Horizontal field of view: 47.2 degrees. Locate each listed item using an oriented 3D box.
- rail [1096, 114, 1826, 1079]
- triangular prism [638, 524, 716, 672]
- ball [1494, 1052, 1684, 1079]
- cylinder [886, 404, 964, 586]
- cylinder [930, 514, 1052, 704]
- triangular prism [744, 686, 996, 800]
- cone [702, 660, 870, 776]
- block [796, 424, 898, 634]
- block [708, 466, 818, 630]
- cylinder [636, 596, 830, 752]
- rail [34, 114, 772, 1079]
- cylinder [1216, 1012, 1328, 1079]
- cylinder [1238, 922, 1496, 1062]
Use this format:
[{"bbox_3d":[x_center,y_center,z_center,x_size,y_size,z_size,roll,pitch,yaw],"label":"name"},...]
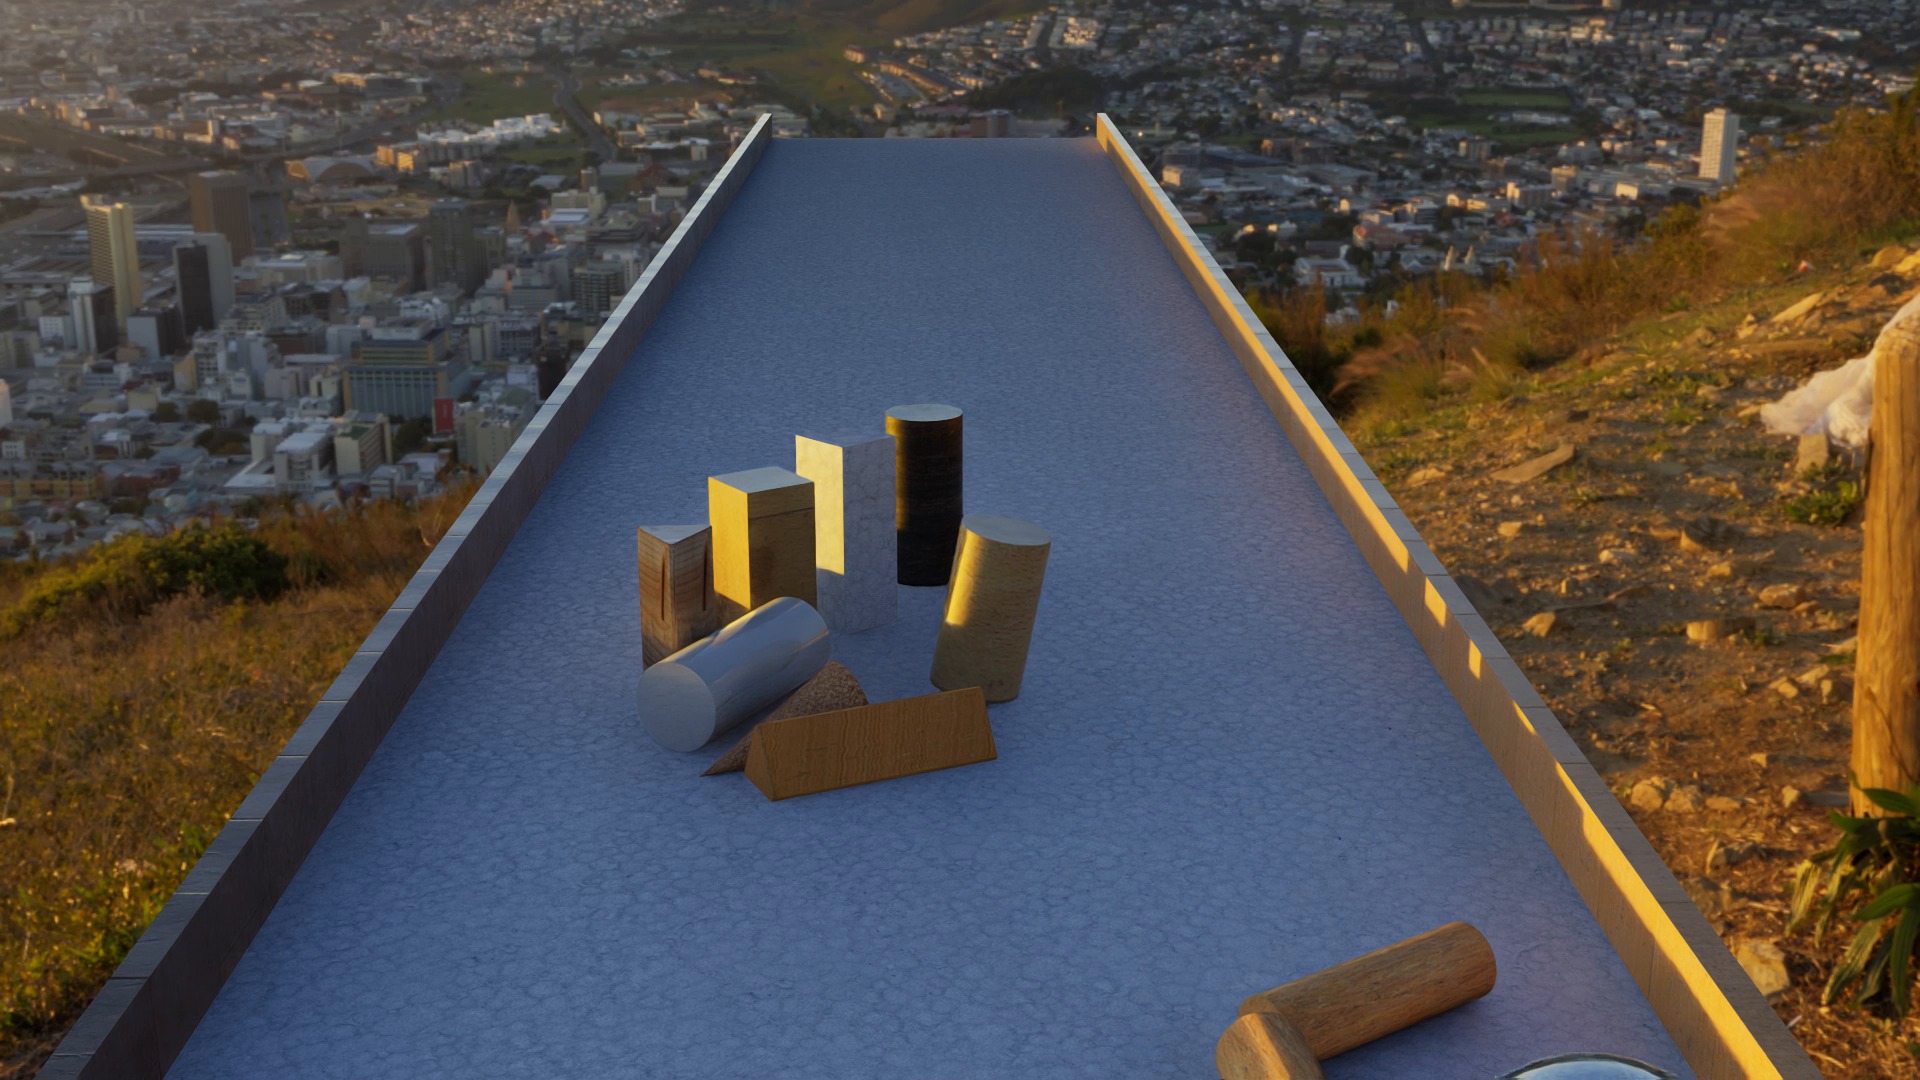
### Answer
[{"bbox_3d":[0.932,-0.844,7.801,0.050,0.150,12.000,0,17,-1],"label":"rail"},{"bbox_3d":[-0.516,0.144,4.147,0.119,0.340,0.138,-11,20,-33],"label":"triangular prism"},{"bbox_3d":[0.650,0.703,2.242,0.354,0.354,0.354,0,17,0],"label":"ball"},{"bbox_3d":[-0.079,-0.102,4.908,0.172,0.377,0.172,0,17,0],"label":"cylinder"},{"bbox_3d":[0.058,0.130,4.183,0.175,0.319,0.175,10,17,-3],"label":"cylinder"},{"bbox_3d":[-0.155,0.343,3.860,0.428,0.115,0.133,-8,18,-25],"label":"triangular prism"},{"bbox_3d":[-0.326,0.353,3.899,0.314,0.165,0.165,-25,26,-24],"label":"cone"},{"bbox_3d":[-0.236,-0.025,4.607,0.147,0.400,0.147,-15,22,-41],"label":"block"},{"bbox_3d":[-0.392,0.057,4.390,0.153,0.369,0.153,-11,20,-34],"label":"block"},{"bbox_3d":[-0.417,0.245,4.107,0.170,0.170,0.416,8,18,25],"label":"cylinder"},{"bbox_3d":[-1.118,-0.838,7.780,0.050,0.150,12.000,0,17,-1],"label":"rail"},{"bbox_3d":[0.409,0.711,2.629,0.119,0.119,0.384,-2,17,-7],"label":"cylinder"},{"bbox_3d":[0.552,0.616,2.965,0.378,0.109,0.109,-11,20,-33],"label":"cylinder"}]
